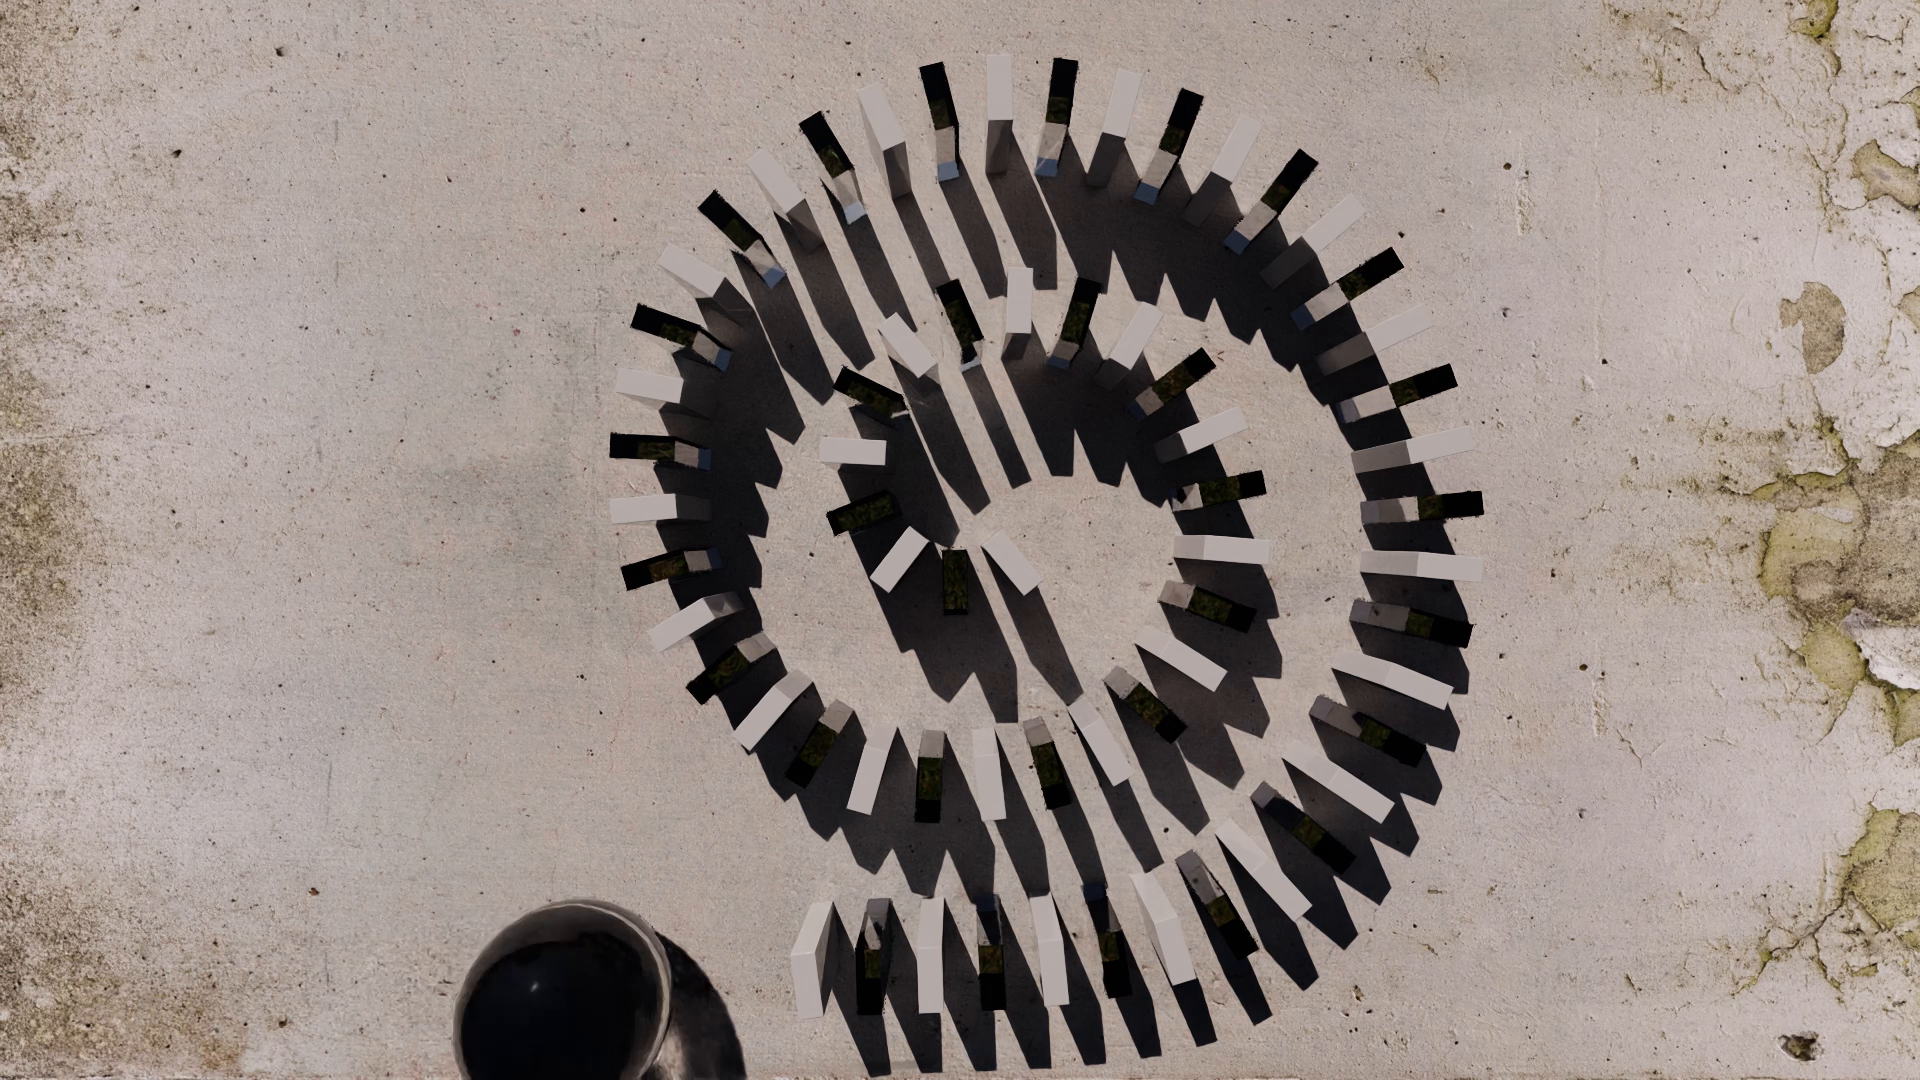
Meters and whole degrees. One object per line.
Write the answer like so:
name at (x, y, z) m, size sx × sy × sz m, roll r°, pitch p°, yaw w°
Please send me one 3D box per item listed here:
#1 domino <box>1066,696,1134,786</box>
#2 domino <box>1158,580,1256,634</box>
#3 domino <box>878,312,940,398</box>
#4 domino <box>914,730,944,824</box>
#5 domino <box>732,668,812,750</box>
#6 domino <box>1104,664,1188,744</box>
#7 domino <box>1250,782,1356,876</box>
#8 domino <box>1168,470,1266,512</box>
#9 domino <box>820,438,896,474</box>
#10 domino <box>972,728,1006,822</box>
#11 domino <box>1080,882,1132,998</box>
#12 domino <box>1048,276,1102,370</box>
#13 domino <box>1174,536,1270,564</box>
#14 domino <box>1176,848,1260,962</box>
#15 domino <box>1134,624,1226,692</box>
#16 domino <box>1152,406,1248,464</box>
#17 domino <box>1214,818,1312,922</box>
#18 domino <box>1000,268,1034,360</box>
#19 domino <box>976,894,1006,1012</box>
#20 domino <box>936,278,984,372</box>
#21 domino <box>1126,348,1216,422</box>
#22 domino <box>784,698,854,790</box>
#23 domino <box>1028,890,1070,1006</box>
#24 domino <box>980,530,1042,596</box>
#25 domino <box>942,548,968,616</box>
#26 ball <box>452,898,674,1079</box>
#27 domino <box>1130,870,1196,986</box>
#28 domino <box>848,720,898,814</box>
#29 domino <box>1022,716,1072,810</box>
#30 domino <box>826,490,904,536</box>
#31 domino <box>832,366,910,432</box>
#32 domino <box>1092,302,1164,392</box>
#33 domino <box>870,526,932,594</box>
domino at (0.057, 0.081, 0.375) m, size 0.010 × 0.050 × 0.025 m, roll -30°, pitch 90°, yaw 0°
domino at (0.100, 0.027, 0.375) m, size 0.025 × 0.050 × 0.010 m, roll 22°, pitch 90°, yaw 0°
domino at (-0.020, -0.074, 0.375) m, size 0.010 × 0.050 × 0.025 m, roll -39°, pitch 90°, yaw 0°
domino at (-0.012, 0.096, 0.375) m, size 0.009 × 0.050 × 0.025 m, roll 3°, pitch 90°, yaw 0°
domino at (-0.076, 0.068, 0.375) m, size 0.010 × 0.050 × 0.025 m, roll 41°, pitch 90°, yaw 0°
domino at (0.075, 0.066, 0.375) m, size 0.025 × 0.050 × 0.009 m, roll 43°, pitch 90°, yaw 0°
domino at (0.139, 0.117, 0.375) m, size 0.025 × 0.050 × 0.010 m, roll 40°, pitch 90°, yaw 0°
domino at (0.104, -0.020, 0.375) m, size 0.025 × 0.050 × 0.009 m, roll -12°, pitch 90°, yaw 0°
domino at (-0.041, -0.034, 0.375) m, size 0.025 × 0.050 × 0.009 m, roll 3°, pitch 90°, yaw 0°
domino at (0.012, 0.095, 0.375) m, size 0.010 × 0.050 × 0.025 m, roll -7°, pitch 90°, yaw 0°
domino at (0.059, 0.162, 0.375) m, size 0.009 × 0.050 × 0.025 m, roll -10°, pitch 90°, yaw 0°
domino at (0.046, -0.087, 0.375) m, size 0.010 × 0.050 × 0.025 m, roll 17°, pitch 90°, yaw 0°
domino at (0.106, 0.004, 0.375) m, size 0.025 × 0.050 × 0.010 m, roll 5°, pitch 90°, yaw 0°
domino at (0.104, 0.148, 0.375) m, size 0.010 × 0.050 × 0.025 m, roll -30°, pitch 90°, yaw 0°
domino at (0.089, 0.048, 0.375) m, size 0.025 × 0.050 × 0.009 m, roll 32°, pitch 90°, yaw 0°
domino at (0.097, -0.042, 0.375) m, size 0.025 × 0.050 × 0.010 m, roll -23°, pitch 90°, yaw 0°
domino at (0.123, 0.134, 0.375) m, size 0.009 × 0.050 × 0.025 m, roll -42°, pitch 90°, yaw 0°
domino at (0.023, -0.091, 0.375) m, size 0.010 × 0.050 × 0.025 m, roll 2°, pitch 90°, yaw 0°
domino at (0.012, 0.167, 0.375) m, size 0.009 × 0.050 × 0.025 m, roll -3°, pitch 90°, yaw 0°
domino at (0.000, -0.087, 0.375) m, size 0.009 × 0.050 × 0.025 m, roll -24°, pitch 90°, yaw 0°
domino at (0.085, -0.063, 0.375) m, size 0.025 × 0.050 × 0.009 m, roll -37°, pitch 90°, yaw 0°
domino at (-0.057, 0.082, 0.375) m, size 0.009 × 0.050 × 0.025 m, roll 31°, pitch 90°, yaw 0°
domino at (0.036, 0.165, 0.375) m, size 0.009 × 0.050 × 0.025 m, roll -6°, pitch 90°, yaw 0°
domino at (0.020, 0.009, 0.375) m, size 0.010 × 0.050 × 0.025 m, roll -39°, pitch 90°, yaw 0°
domino at (-0.002, 0.016, 0.375) m, size 0.009 × 0.050 × 0.025 m, roll -2°, pitch 90°, yaw 0°
ball at (-0.154, 0.184, 0.360) m, size 0.080 × 0.080 × 0.080 m, roll 0°, pitch 90°, yaw 0°
domino at (0.082, 0.157, 0.375) m, size 0.010 × 0.050 × 0.025 m, roll -17°, pitch 90°, yaw 0°
domino at (-0.035, 0.092, 0.375) m, size 0.009 × 0.050 × 0.025 m, roll 16°, pitch 90°, yaw 0°
domino at (0.035, 0.090, 0.375) m, size 0.010 × 0.050 × 0.025 m, roll -16°, pitch 90°, yaw 0°
domino at (-0.038, -0.011, 0.375) m, size 0.025 × 0.050 × 0.010 m, roll -22°, pitch 90°, yaw 0°
domino at (-0.036, -0.057, 0.375) m, size 0.025 × 0.050 × 0.009 m, roll 26°, pitch 90°, yaw 0°
domino at (0.068, -0.078, 0.375) m, size 0.009 × 0.050 × 0.025 m, roll 31°, pitch 90°, yaw 0°
domino at (-0.023, 0.007, 0.375) m, size 0.009 × 0.050 × 0.025 m, roll 38°, pitch 90°, yaw 0°
